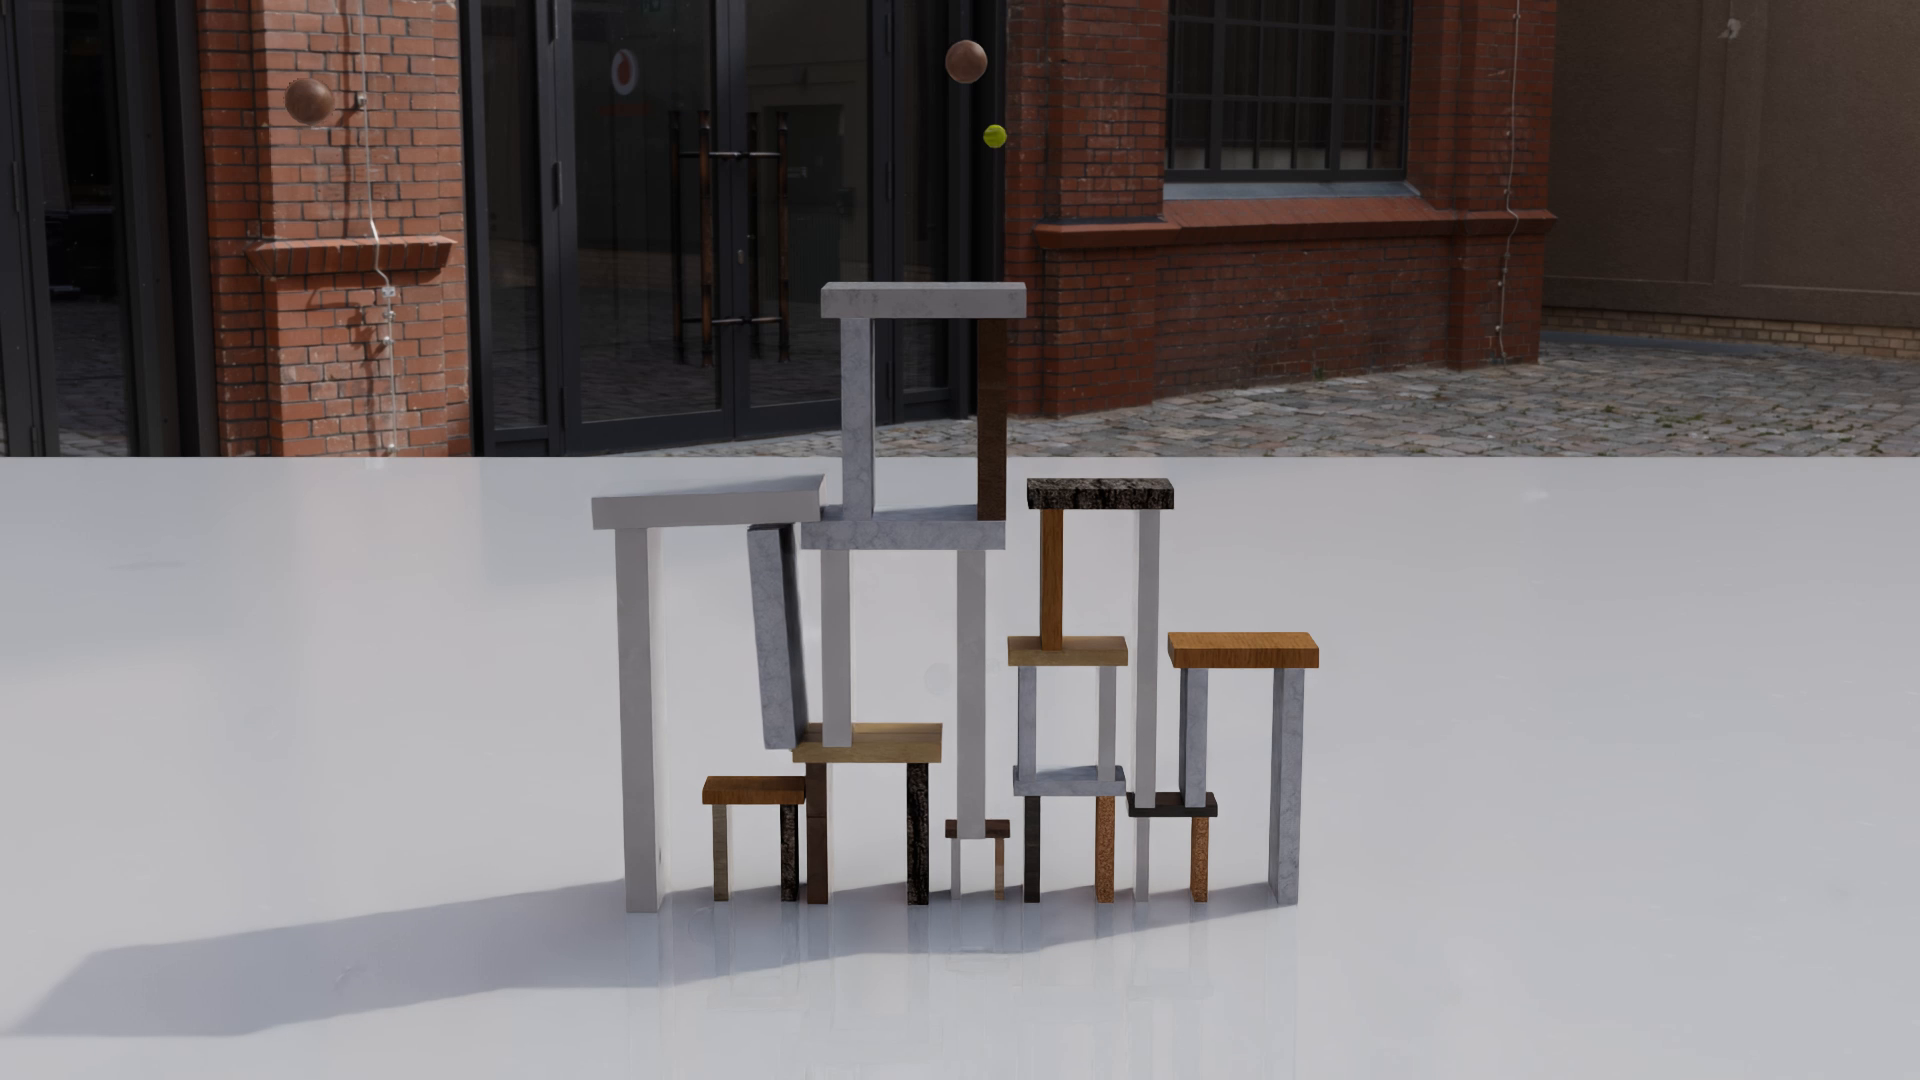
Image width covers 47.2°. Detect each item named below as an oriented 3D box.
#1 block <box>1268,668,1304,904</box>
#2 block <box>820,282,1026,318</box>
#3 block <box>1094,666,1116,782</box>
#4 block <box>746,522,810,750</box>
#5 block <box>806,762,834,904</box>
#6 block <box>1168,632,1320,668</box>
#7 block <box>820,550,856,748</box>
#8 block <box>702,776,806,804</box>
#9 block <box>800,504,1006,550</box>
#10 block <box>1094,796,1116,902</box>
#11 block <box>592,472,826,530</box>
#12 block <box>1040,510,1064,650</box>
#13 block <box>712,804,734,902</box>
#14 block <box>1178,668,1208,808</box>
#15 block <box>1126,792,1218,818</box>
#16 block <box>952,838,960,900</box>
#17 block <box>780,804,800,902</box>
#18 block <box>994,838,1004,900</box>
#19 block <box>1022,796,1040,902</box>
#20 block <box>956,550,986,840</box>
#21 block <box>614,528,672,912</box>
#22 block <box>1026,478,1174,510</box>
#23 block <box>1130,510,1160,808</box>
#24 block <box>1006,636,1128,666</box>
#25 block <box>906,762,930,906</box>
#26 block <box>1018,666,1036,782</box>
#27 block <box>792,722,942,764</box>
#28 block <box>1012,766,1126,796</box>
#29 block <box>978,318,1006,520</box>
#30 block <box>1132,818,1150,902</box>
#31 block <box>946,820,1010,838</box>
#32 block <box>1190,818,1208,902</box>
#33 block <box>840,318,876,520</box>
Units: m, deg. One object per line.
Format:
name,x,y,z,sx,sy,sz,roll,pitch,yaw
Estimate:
block,0.539,0.393,3.638,0.033,0.400,0.117,0,11,0
block,-0.056,-0.382,3.494,0.320,0.045,0.160,0,11,0
block,0.239,0.290,3.614,0.027,0.194,0.097,0,11,0
block,-0.294,0.144,3.583,0.051,0.358,0.179,-3,10,4
block,-0.232,0.469,3.656,0.034,0.242,0.121,0,11,2
block,0.462,0.180,3.598,0.233,0.033,0.117,0,11,0
block,-0.197,0.160,3.588,0.046,0.323,0.162,0,11,0
block,-0.339,0.414,3.640,0.167,0.024,0.083,0,11,0
block,-0.090,-0.022,3.554,0.323,0.046,0.162,0,11,0
block,0.240,0.500,3.653,0.026,0.183,0.091,0,11,0
block,-0.400,-0.064,3.546,0.358,0.051,0.179,-2,11,0
block,0.148,0.054,3.571,0.033,0.230,0.115,0,11,0
block,-0.394,0.507,3.657,0.024,0.167,0.083,0,11,0
block,0.384,0.311,3.622,0.033,0.233,0.117,0,11,0
block,0.349,0.437,3.636,0.146,0.021,0.073,0,11,0
block,-0.007,0.538,3.657,0.015,0.107,0.054,0,11,0
block,-0.283,0.507,3.657,0.024,0.167,0.083,0,11,0
block,0.065,0.538,3.655,0.015,0.107,0.054,0,11,0
block,0.119,0.500,3.653,0.026,0.183,0.091,0,11,0
block,0.018,0.236,3.601,0.046,0.477,0.162,0,11,0
block,-0.518,0.278,3.609,0.051,0.635,0.179,0,11,0
block,0.225,-0.075,3.546,0.230,0.033,0.115,0,11,0
block,0.302,0.184,3.594,0.033,0.493,0.115,0,11,0
block,0.174,0.181,3.594,0.194,0.027,0.097,0,11,0
block,-0.070,0.470,3.652,0.034,0.242,0.121,0,11,0
block,0.110,0.290,3.614,0.027,0.194,0.097,0,11,0
block,-0.151,0.334,3.627,0.242,0.034,0.121,0,11,1
block,0.180,0.397,3.634,0.183,0.026,0.091,0,11,0
block,0.051,-0.202,3.527,0.045,0.320,0.160,0,11,0
block,0.300,0.519,3.652,0.021,0.146,0.073,0,11,0
block,0.029,0.478,3.643,0.107,0.015,0.054,0,11,0
block,0.398,0.519,3.652,0.021,0.146,0.073,0,11,0
block,-0.163,-0.203,3.528,0.045,0.319,0.160,0,11,0
